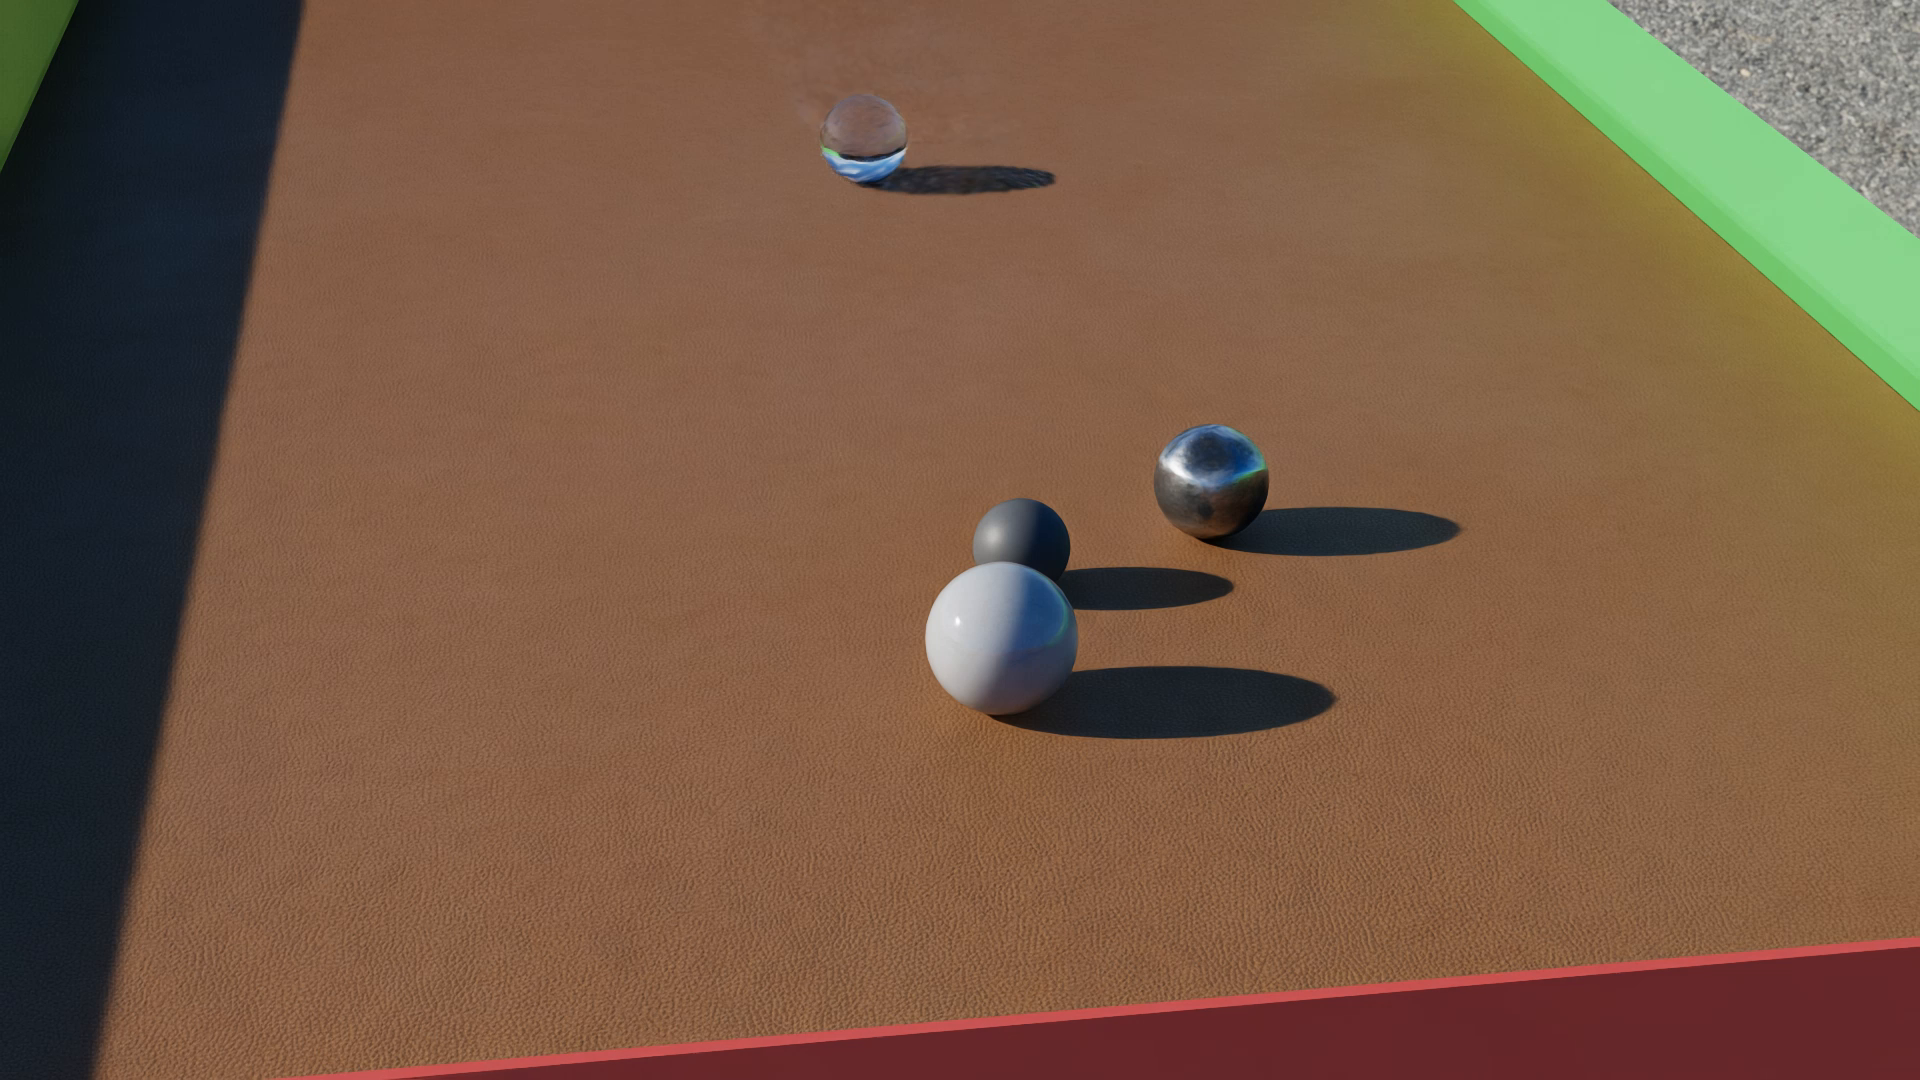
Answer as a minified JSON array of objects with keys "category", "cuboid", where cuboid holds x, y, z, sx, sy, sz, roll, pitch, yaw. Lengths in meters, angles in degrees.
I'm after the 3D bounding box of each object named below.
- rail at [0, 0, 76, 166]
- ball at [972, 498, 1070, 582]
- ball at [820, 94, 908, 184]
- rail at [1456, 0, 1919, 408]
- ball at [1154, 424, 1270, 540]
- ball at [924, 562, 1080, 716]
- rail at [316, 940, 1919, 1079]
[{"category":"rail","cuboid":[-0.847,-0.259,2.454,0.045,0.124,2.692,-4,26,-8]},{"category":"ball","cuboid":[0.041,0.005,1.972,0.066,0.066,0.066,0,25,0]},{"category":"ball","cuboid":[-0.090,-0.375,2.747,0.083,0.083,0.083,0,25,0]},{"category":"rail","cuboid":[0.648,-0.355,2.656,0.045,0.124,2.692,-4,26,-8]},{"category":"ball","cuboid":[0.175,-0.041,2.049,0.081,0.081,0.081,0,25,0]},{"category":"ball","cuboid":[0.026,0.061,1.820,0.095,0.095,0.095,0,25,0]},{"category":"rail","cuboid":[0.096,0.256,1.375,1.560,0.124,0.045,-4,26,-8]}]
